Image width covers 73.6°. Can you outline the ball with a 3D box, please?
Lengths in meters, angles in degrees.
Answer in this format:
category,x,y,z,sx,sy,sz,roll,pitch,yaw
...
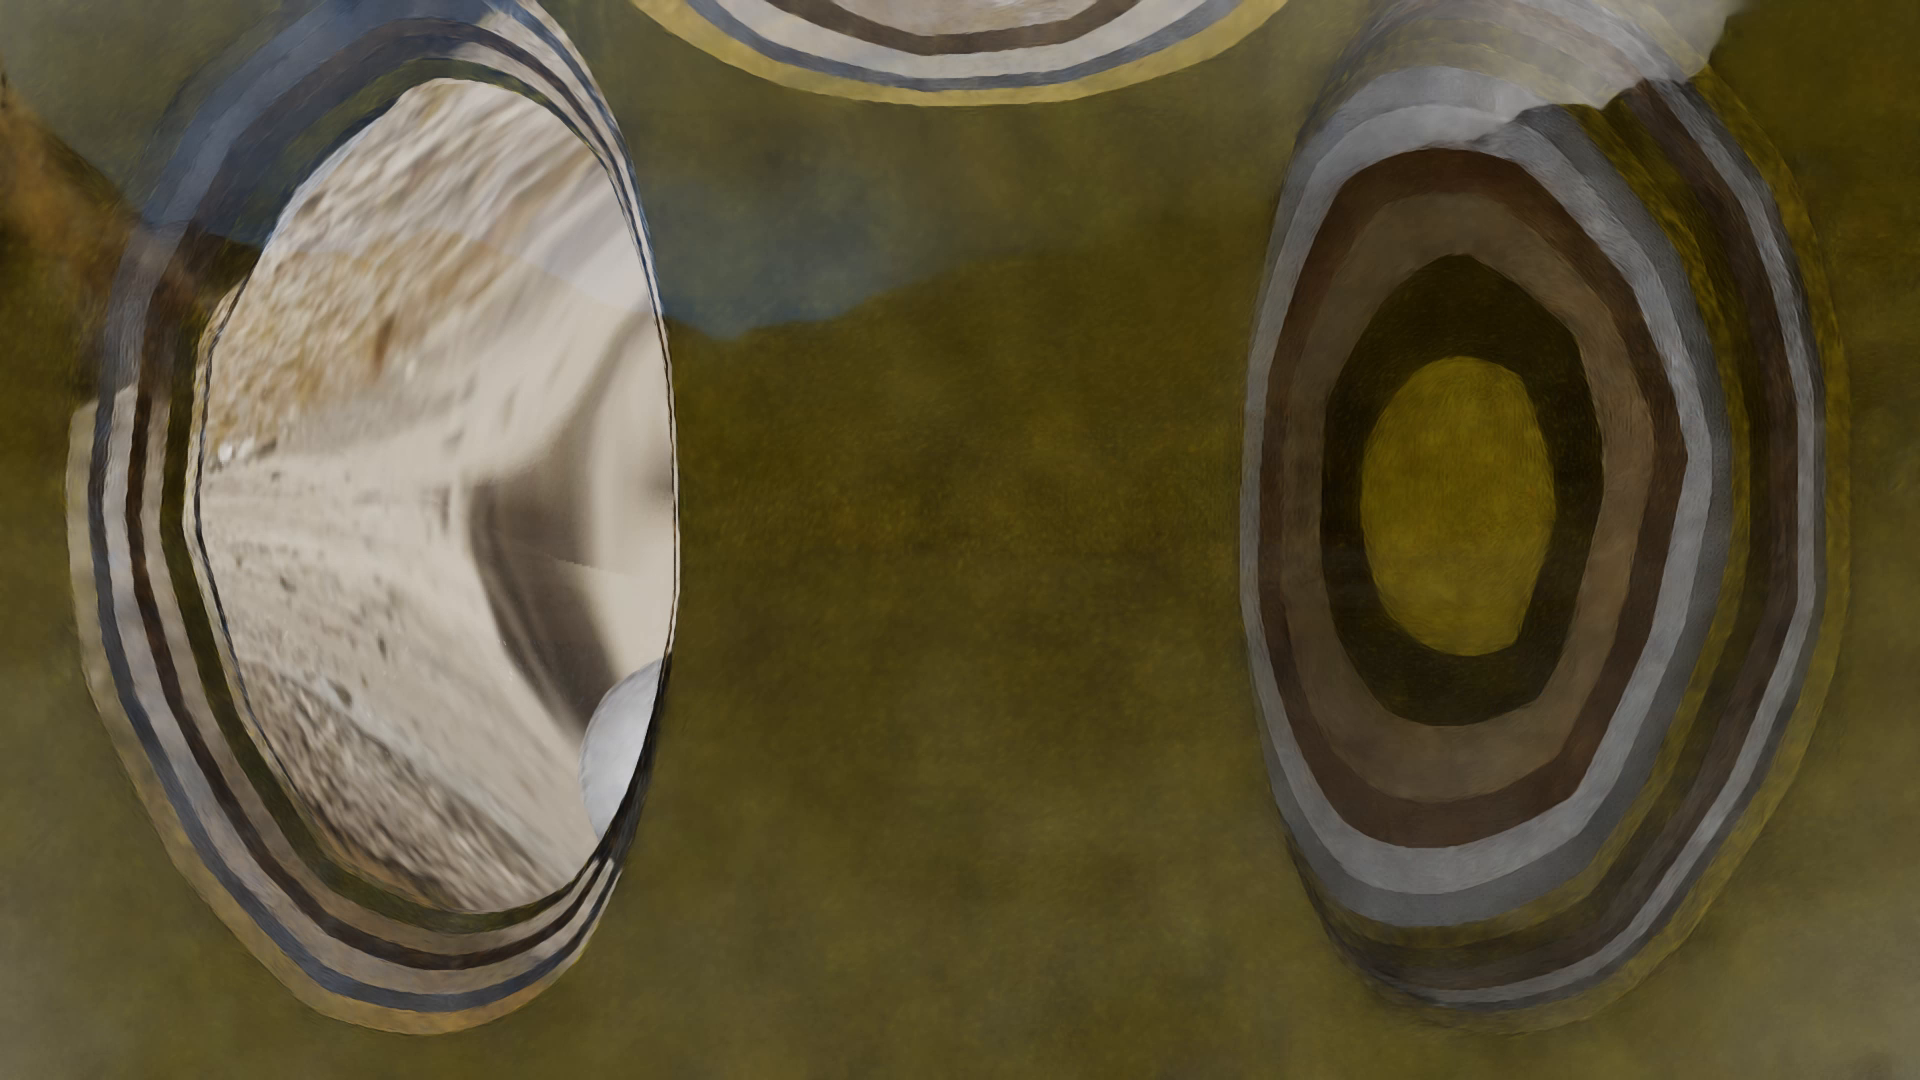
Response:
category,x,y,z,sx,sy,sz,roll,pitch,yaw
ball,0.000,-0.002,0.056,0.080,0.080,0.080,0,4,0

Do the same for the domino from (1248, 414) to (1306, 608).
category,x,y,z,sx,sy,sz,roll,pitch,yaw
domino,0.085,-0.008,0.344,0.010,0.050,0.025,2,5,25

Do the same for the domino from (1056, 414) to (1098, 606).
category,x,y,z,sx,sy,sz,roll,pitch,yaw
domino,0.025,-0.009,0.348,0.010,0.050,0.025,-3,5,-36

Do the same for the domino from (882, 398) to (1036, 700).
category,x,y,z,sx,sy,sz,roll,pitch,yaw
domino,0.000,0.001,0.216,0.025,0.050,0.010,0,4,-1

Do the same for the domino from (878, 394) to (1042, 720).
category,x,y,z,sx,sy,sz,roll,pitch,yaw
domino,0.000,0.002,0.201,0.025,0.050,0.009,0,4,0

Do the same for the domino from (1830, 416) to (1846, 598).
category,x,y,z,sx,sy,sz,roll,pitch,yaw
domino,0.248,-0.010,0.361,0.009,0.050,0.025,3,5,35

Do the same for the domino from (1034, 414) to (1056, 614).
category,x,y,z,sx,sy,sz,roll,pitch,yaw
domino,0.011,-0.007,0.329,0.025,0.050,0.009,2,5,24

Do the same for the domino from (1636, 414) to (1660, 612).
category,x,y,z,sx,sy,sz,roll,pitch,yaw
domino,0.188,-0.007,0.326,0.025,0.050,0.010,-1,4,-7

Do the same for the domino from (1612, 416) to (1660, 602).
category,x,y,z,sx,sy,sz,roll,pitch,yaw
domino,0.192,-0.008,0.346,0.025,0.050,0.009,3,6,39

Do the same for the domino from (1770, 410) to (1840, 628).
category,x,y,z,sx,sy,sz,roll,pitch,yaw
domino,0.196,-0.005,0.305,0.025,0.050,0.010,-3,5,-31

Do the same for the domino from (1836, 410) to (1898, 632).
category,x,y,z,sx,sy,sz,roll,pitch,yaw
domino,0.215,-0.005,0.295,0.009,0.050,0.025,0,4,5

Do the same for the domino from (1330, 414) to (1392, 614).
category,x,y,z,sx,sy,sz,roll,pitch,yaw
domino,0.105,-0.007,0.334,0.010,0.050,0.025,2,5,29

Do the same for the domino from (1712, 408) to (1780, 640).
category,x,y,z,sx,sy,sz,roll,pitch,yaw
domino,0.176,-0.004,0.290,0.009,0.050,0.025,2,5,22

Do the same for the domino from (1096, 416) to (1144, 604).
category,x,y,z,sx,sy,sz,roll,pitch,yaw
domino,0.043,-0.009,0.354,0.010,0.050,0.025,0,4,-4

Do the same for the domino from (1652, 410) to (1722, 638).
category,x,y,z,sx,sy,sz,roll,pitch,yaw
domino,0.166,-0.004,0.293,0.010,0.050,0.025,2,5,23

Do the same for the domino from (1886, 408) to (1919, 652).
category,x,y,z,sx,sy,sz,roll,pitch,yaw
domino,0.206,-0.003,0.271,0.009,0.050,0.025,2,5,24

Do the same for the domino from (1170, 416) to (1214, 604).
category,x,y,z,sx,sy,sz,roll,pitch,yaw
domino,0.064,-0.009,0.352,0.010,0.050,0.025,1,4,14

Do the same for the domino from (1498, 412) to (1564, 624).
category,x,y,z,sx,sy,sz,roll,pitch,yaw
domino,0.139,-0.006,0.313,0.009,0.050,0.025,3,5,33

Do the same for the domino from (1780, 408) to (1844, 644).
category,x,y,z,sx,sy,sz,roll,pitch,yaw
domino,0.188,-0.004,0.283,0.010,0.050,0.025,3,5,34

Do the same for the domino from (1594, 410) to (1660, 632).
category,x,y,z,sx,sy,sz,roll,pitch,yaw
domino,0.157,-0.005,0.301,0.010,0.050,0.025,3,5,34

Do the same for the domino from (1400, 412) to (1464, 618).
category,x,y,z,sx,sy,sz,roll,pitch,yaw
domino,0.120,-0.007,0.325,0.010,0.050,0.025,3,5,31
